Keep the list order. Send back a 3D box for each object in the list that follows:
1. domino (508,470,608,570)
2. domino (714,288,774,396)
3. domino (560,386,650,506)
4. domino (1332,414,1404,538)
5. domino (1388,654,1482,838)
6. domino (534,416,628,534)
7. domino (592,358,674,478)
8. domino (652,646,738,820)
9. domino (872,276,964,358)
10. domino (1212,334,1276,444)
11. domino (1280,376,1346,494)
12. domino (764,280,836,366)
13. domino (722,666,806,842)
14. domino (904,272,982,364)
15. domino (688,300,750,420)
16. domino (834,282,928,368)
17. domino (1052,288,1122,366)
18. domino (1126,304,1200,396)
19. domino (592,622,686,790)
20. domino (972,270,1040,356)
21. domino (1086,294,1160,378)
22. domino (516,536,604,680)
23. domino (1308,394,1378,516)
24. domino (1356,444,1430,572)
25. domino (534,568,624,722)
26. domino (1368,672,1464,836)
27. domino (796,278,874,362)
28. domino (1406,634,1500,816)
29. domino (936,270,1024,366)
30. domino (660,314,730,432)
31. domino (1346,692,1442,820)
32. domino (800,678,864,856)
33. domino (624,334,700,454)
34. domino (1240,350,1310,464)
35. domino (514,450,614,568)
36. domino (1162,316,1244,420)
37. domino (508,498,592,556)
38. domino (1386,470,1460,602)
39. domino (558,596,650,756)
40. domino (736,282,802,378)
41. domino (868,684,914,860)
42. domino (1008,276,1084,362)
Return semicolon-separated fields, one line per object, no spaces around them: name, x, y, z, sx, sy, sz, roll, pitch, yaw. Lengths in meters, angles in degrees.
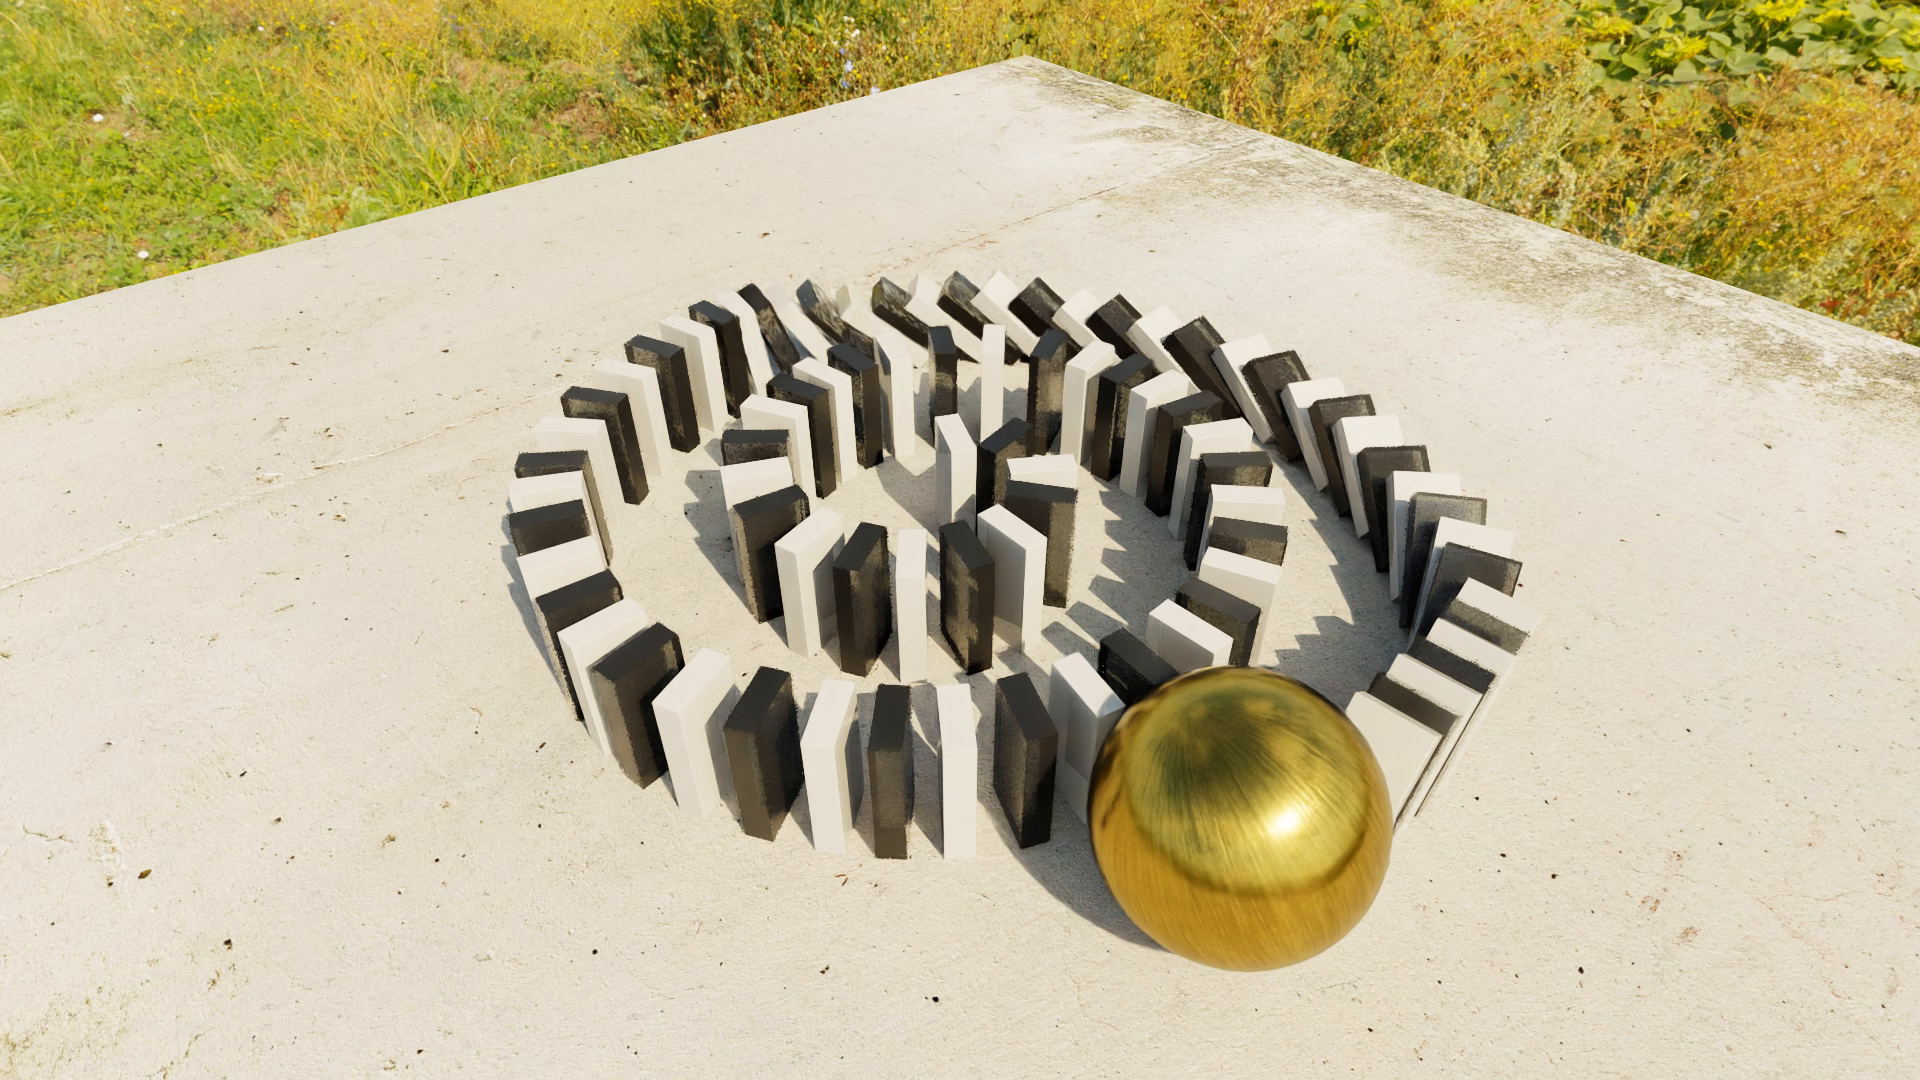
domino;-0.150;-0.001;0.413;0.025;0.050;0.010;-8;40;-10
domino;-0.101;-0.091;0.522;0.009;0.050;0.025;-29;47;-19
domino;-0.148;-0.039;0.459;0.025;0.050;0.009;9;40;11
domino;0.173;-0.026;0.455;0.025;0.009;0.050;-4;72;-9
domino;0.135;0.063;0.338;0.025;0.050;0.009;31;13;32
domino;-0.152;-0.025;0.442;0.025;0.050;0.009;4;40;5
domino;-0.141;-0.052;0.476;0.025;0.050;0.010;14;41;16
domino;-0.079;0.060;0.338;0.009;0.050;0.025;17;42;19
domino;-0.021;-0.111;0.556;0.050;0.009;0.025;30;31;-26
domino;0.141;-0.071;0.512;0.025;0.010;0.050;-18;71;-21
domino;0.162;-0.047;0.483;0.025;0.010;0.050;-10;68;-11
domino;-0.074;-0.102;0.538;0.010;0.050;0.025;-38;44;5
domino;-0.058;0.065;0.332;0.009;0.050;0.025;11;41;13
domino;-0.004;-0.112;0.558;0.050;0.009;0.025;32;34;-21
domino;-0.112;-0.084;0.514;0.025;0.050;0.009;30;48;31
domino;-0.039;-0.108;0.551;0.050;0.010;0.025;28;27;-32
domino;0.072;-0.102;0.549;0.050;0.010;0.025;43;49;2
domino;0.106;-0.089;0.533;0.025;0.009;0.050;-35;81;-36
domino;-0.098;0.053;0.347;0.010;0.050;0.025;26;46;28
domino;0.031;-0.112;0.558;0.050;0.009;0.025;41;43;-9
domino;0.088;-0.097;0.542;0.050;0.010;0.025;46;49;4
domino;-0.134;0.024;0.382;0.025;0.050;0.010;-19;43;-22
domino;0.168;-0.036;0.468;0.025;0.010;0.050;-7;72;-10
domino;0.176;-0.013;0.439;0.025;0.010;0.050;-2;71;-3
domino;-0.122;0.036;0.368;0.025;0.050;0.009;-24;45;-27
domino;0.127;0.068;0.332;0.025;0.050;0.009;31;13;32
domino;-0.058;-0.105;0.544;0.009;0.050;0.025;-41;40;14
domino;0.144;0.058;0.344;0.025;0.050;0.009;31;12;32
domino;0.012;-0.113;0.558;0.050;0.010;0.025;36;36;-16
domino;-0.122;-0.076;0.504;0.025;0.050;0.009;24;45;26
domino;0.118;0.073;0.326;0.025;0.050;0.010;31;13;32
domino;-0.037;0.068;0.328;0.010;0.050;0.025;6;40;7
domino;-0.132;-0.065;0.490;0.025;0.050;0.010;18;43;21
domino;0.151;-0.061;0.499;0.025;0.009;0.050;-15;70;-19
domino;-0.152;-0.011;0.425;0.025;0.050;0.010;-3;39;-4
domino;0.122;-0.081;0.524;0.025;0.010;0.050;-31;78;-33
domino;-0.144;0.010;0.399;0.025;0.050;0.010;-13;41;-16
domino;0.179;-0.001;0.424;0.025;0.009;0.050;3;73;4
domino;-0.111;0.045;0.357;0.025;0.050;0.009;-30;48;-31
domino;-0.089;-0.097;0.530;0.009;0.050;0.025;-33;46;-7
domino;-0.020;0.069;0.327;0.009;0.050;0.025;2;39;3
domino;0.050;-0.108;0.554;0.050;0.009;0.025;42;46;-5
